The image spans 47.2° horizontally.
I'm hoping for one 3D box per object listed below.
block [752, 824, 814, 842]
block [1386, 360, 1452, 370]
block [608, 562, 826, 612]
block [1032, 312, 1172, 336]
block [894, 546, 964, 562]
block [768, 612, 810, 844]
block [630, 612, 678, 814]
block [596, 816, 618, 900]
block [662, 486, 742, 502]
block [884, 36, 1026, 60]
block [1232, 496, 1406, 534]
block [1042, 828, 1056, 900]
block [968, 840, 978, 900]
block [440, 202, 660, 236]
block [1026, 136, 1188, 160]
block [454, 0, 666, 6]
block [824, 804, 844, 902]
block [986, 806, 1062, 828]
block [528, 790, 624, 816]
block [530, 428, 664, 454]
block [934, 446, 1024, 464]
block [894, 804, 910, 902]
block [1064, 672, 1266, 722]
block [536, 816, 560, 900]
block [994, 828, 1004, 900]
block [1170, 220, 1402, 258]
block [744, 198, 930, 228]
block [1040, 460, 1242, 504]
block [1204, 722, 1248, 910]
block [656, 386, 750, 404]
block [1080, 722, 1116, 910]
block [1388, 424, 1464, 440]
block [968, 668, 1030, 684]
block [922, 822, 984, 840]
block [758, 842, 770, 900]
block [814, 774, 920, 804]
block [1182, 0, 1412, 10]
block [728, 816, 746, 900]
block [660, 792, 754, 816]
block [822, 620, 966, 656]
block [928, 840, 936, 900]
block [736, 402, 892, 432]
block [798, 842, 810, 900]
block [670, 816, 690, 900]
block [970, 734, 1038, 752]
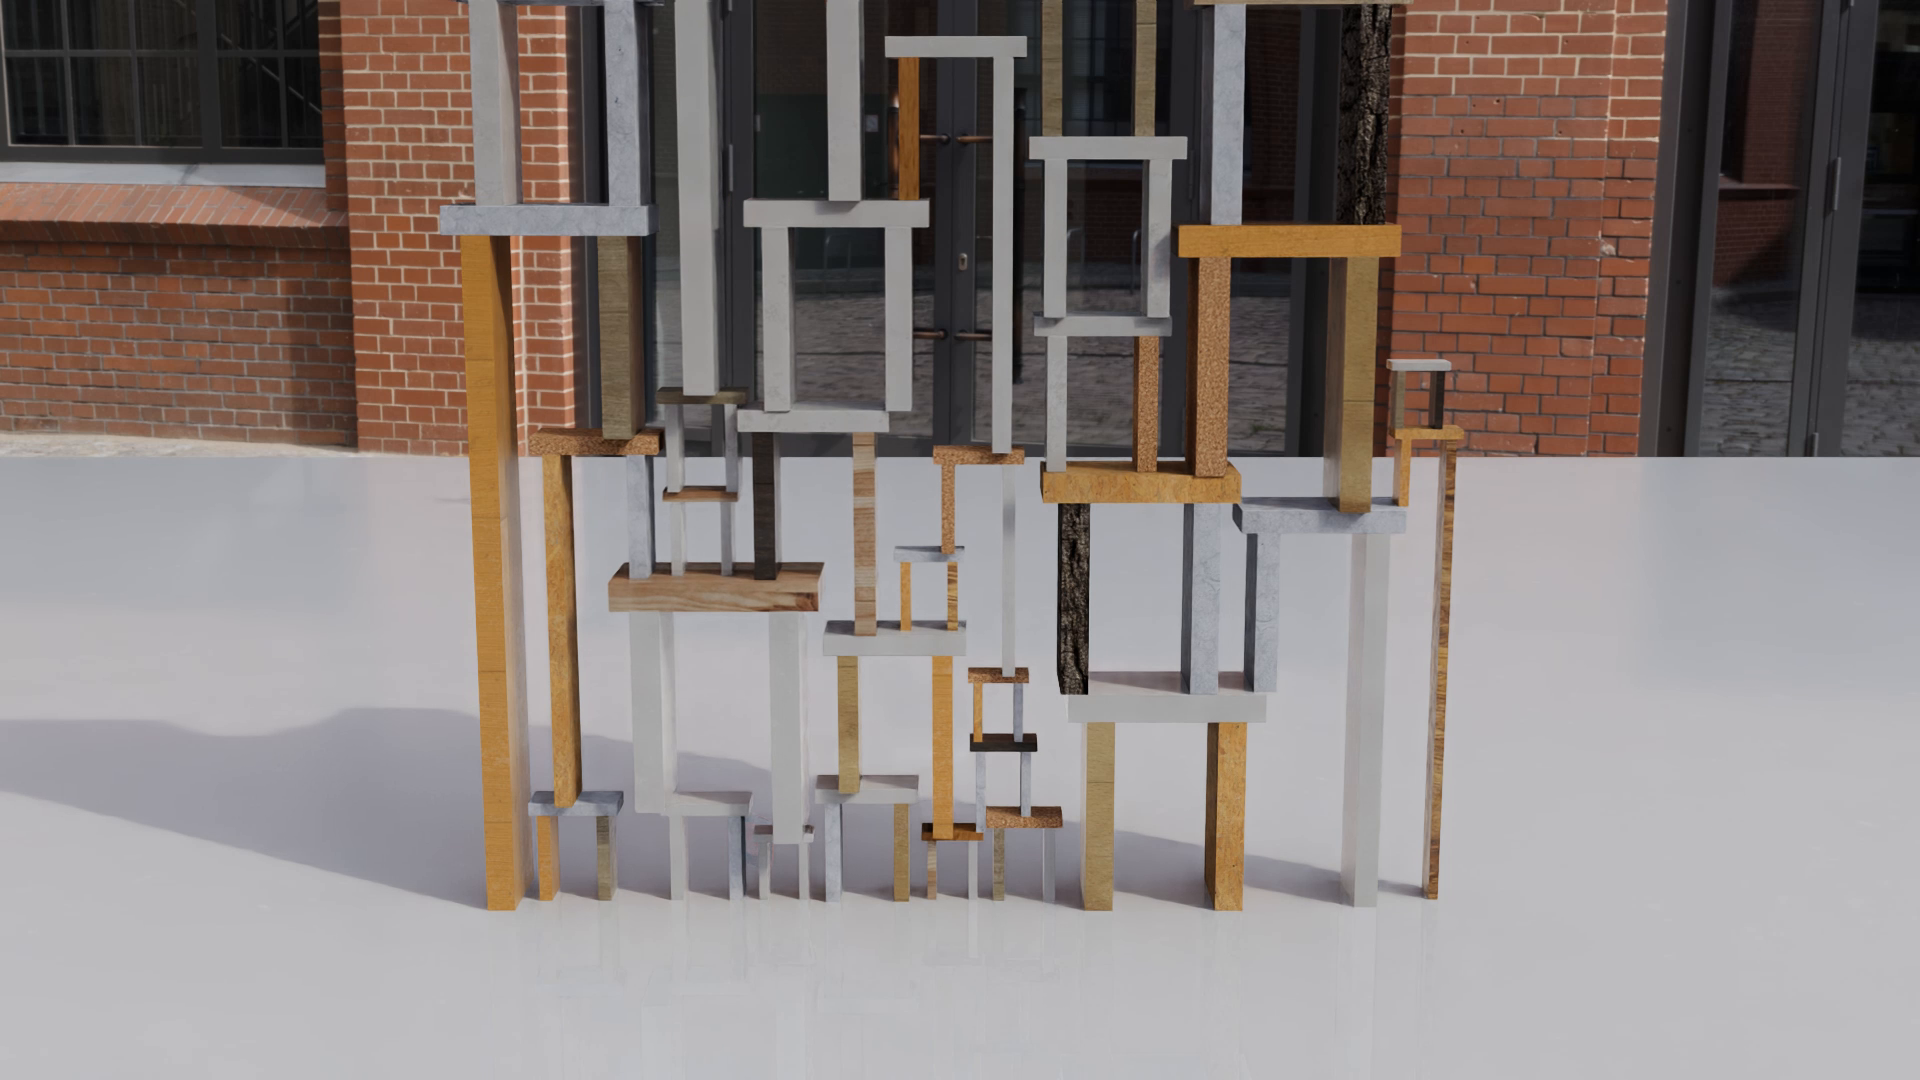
[{"bbox_3d":[-0.292,0.487,3.645,0.099,0.014,0.050,0,11,0],"label":"block"},{"bbox_3d":[0.730,-0.279,3.503,0.094,0.013,0.047,0,11,-1],"label":"block"},{"bbox_3d":[-0.392,0.076,3.577,0.334,0.047,0.167,0,11,0],"label":"block"},{"bbox_3d":[0.224,-0.345,3.501,0.216,0.031,0.108,0,11,0],"label":"block"},{"bbox_3d":[-0.050,0.023,3.566,0.113,0.016,0.057,0,11,0],"label":"block"},{"bbox_3d":[-0.280,0.289,3.616,0.047,0.386,0.167,0,11,0],"label":"block"},{"bbox_3d":[-0.502,0.263,3.612,0.047,0.334,0.167,0,10,0],"label":"block"},{"bbox_3d":[-0.587,0.518,3.657,0.021,0.146,0.073,0,11,0],"label":"block"},{"bbox_3d":[-0.416,-0.075,3.549,0.121,0.017,0.060,0,11,0],"label":"block"},{"bbox_3d":[-0.006,-0.764,3.414,0.217,0.031,0.108,0,11,0],"label":"block"},{"bbox_3d":[0.578,-0.041,3.553,0.260,0.037,0.130,0,11,0],"label":"block"},{"bbox_3d":[0.148,0.529,3.654,0.018,0.125,0.063,0,11,0],"label":"block"},{"bbox_3d":[0.022,0.541,3.656,0.014,0.102,0.051,0,11,0],"label":"block"},{"bbox_3d":[-0.642,-0.506,3.464,0.317,0.045,0.158,0,11,0],"label":"block"},{"bbox_3d":[0.228,-0.614,3.445,0.243,0.034,0.121,0,11,0],"label":"block"},{"bbox_3d":[-0.620,-0.853,3.402,0.309,0.044,0.154,0,11,0],"label":"block"},{"bbox_3d":[-0.209,0.507,3.654,0.024,0.169,0.085,0,11,0],"label":"block"},{"bbox_3d":[0.106,0.459,3.641,0.125,0.018,0.063,0,11,0],"label":"block"},{"bbox_3d":[-0.636,0.436,3.642,0.146,0.021,0.073,0,11,0],"label":"block"},{"bbox_3d":[-0.580,-0.158,3.528,0.201,0.028,0.100,0,11,0],"label":"block"},{"bbox_3d":[0.030,-0.136,3.529,0.145,0.021,0.072,0,11,0],"label":"block"},{"bbox_3d":[-0.096,0.507,3.654,0.024,0.169,0.085,0,11,0],"label":"block"},{"bbox_3d":[0.332,0.256,3.604,0.318,0.045,0.159,0,11,0],"label":"block"},{"bbox_3d":[-0.684,0.518,3.657,0.021,0.146,0.073,0,11,0],"label":"block"},{"bbox_3d":[0.064,0.529,3.654,0.018,0.125,0.063,0,11,0],"label":"block"},{"bbox_3d":[0.508,-0.476,3.469,0.342,0.048,0.171,0,11,0],"label":"block"},{"bbox_3d":[-0.191,-0.517,3.465,0.286,0.041,0.143,0,11,0],"label":"block"},{"bbox_3d":[0.287,-0.094,3.540,0.311,0.044,0.156,0,11,0],"label":"block"},{"bbox_3d":[0.438,0.434,3.637,0.045,0.318,0.159,0,11,0],"label":"block"},{"bbox_3d":[-0.411,-0.231,3.517,0.141,0.020,0.071,0,11,0],"label":"block"},{"bbox_3d":[0.226,0.434,3.637,0.045,0.318,0.159,0,11,0],"label":"block"},{"bbox_3d":[0.747,-0.173,3.525,0.109,0.015,0.054,0,11,0],"label":"block"},{"bbox_3d":[0.063,0.221,3.599,0.099,0.014,0.050,0,11,0],"label":"block"},{"bbox_3d":[-0.012,0.484,3.645,0.102,0.014,0.051,0,11,0],"label":"block"},{"bbox_3d":[-0.325,0.542,3.656,0.014,0.099,0.050,0,10,0],"label":"block"},{"bbox_3d":[-0.153,0.412,3.637,0.169,0.024,0.085,0,11,0],"label":"block"},{"bbox_3d":[0.519,-0.849,3.402,0.331,0.047,0.166,0,11,0],"label":"block"},{"bbox_3d":[-0.371,0.518,3.659,0.021,0.145,0.072,0,11,0],"label":"block"},{"bbox_3d":[-0.419,0.437,3.644,0.145,0.021,0.072,0,10,0],"label":"block"},{"bbox_3d":[-0.105,0.159,3.585,0.230,0.033,0.115,0,11,0],"label":"block"},{"bbox_3d":[-0.046,0.541,3.656,0.014,0.102,0.051,0,11,0],"label":"block"},{"bbox_3d":[-0.231,-0.198,3.518,0.239,0.034,0.119,0,11,0],"label":"block"},{"bbox_3d":[-0.259,0.542,3.656,0.014,0.099,0.050,0,11,0],"label":"block"},{"bbox_3d":[-0.467,0.518,3.659,0.021,0.145,0.072,0,11,0],"label":"block"},{"bbox_3d":[0.071,0.333,3.620,0.111,0.016,0.055,0,11,0],"label":"block"}]
